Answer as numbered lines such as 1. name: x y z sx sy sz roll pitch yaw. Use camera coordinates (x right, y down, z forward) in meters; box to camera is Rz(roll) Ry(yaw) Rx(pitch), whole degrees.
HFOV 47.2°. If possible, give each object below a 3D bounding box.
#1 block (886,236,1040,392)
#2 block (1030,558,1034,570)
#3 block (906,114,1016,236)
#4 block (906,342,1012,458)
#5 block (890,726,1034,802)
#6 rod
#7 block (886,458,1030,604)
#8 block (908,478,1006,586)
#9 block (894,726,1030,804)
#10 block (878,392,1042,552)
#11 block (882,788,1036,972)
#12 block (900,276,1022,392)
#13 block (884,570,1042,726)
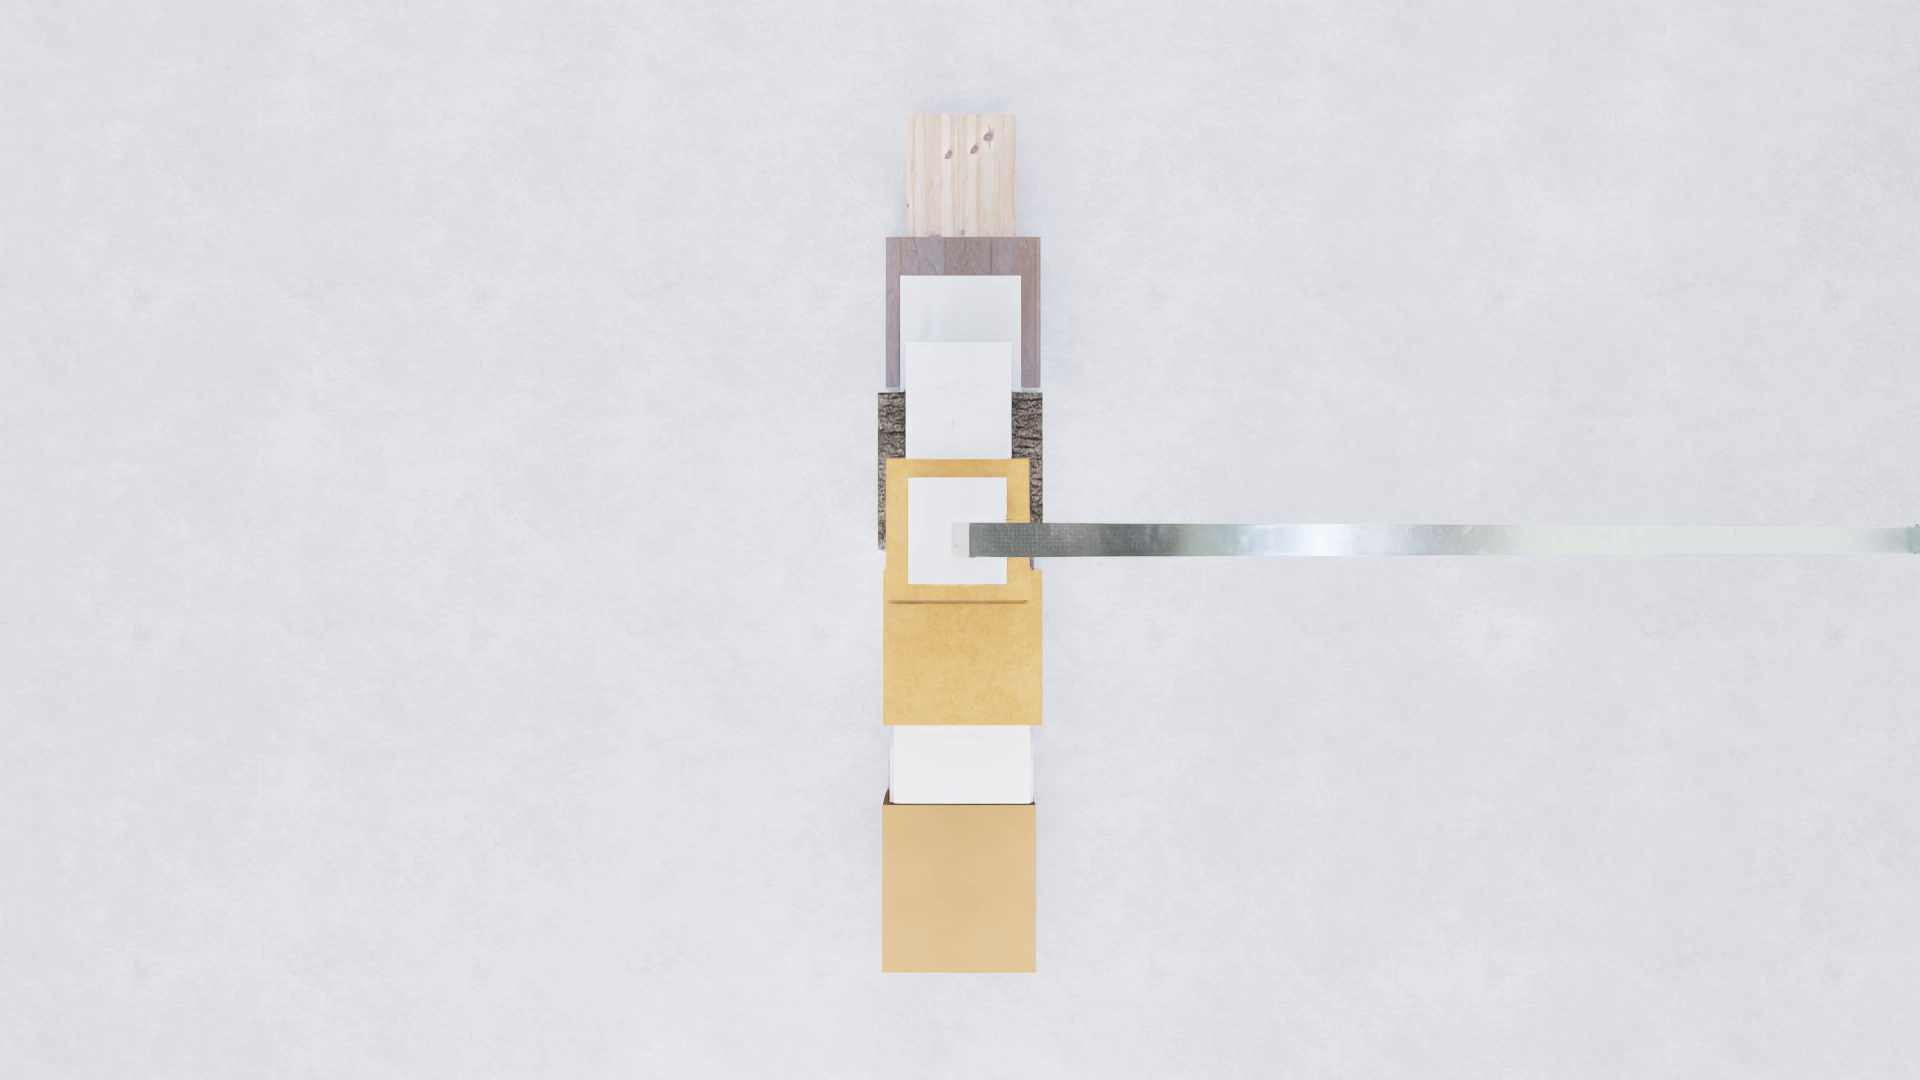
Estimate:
1. block: 0.018 -1.266 12.605 0.862 0.789 0.835 0 90 0
2. block: 0.000 0.249 12.585 0.822 0.831 0.746 0 90 0
3. block: 0.007 -2.046 12.699 0.615 0.602 0.706 0 90 0
4. block: -0.007 -0.674 11.170 0.522 0.534 0.600 0 88 0
5. block: 0.009 1.046 12.638 0.800 0.723 0.829 0 90 0
6. rod: 2.234 0.000 6.389 5.200 0.080 0.080 0 90 -31
7. block: -0.010 -0.031 10.530 0.662 0.697 0.656 0 87 0
8. block: -0.011 -0.031 9.989 0.437 0.384 0.475 0 87 0
9. block: 0.010 1.015 11.887 0.712 0.780 0.723 0 90 0
10. block: 0.001 -0.351 11.802 0.859 0.746 0.815 0 88 0
11. block: -0.005 1.935 12.597 0.851 0.805 0.928 0 90 0
12. block: 0.004 -1.073 11.862 0.632 0.695 0.619 0 90 0
13. block: 0.014 0.548 11.175 0.787 0.653 0.764 0 87 0
